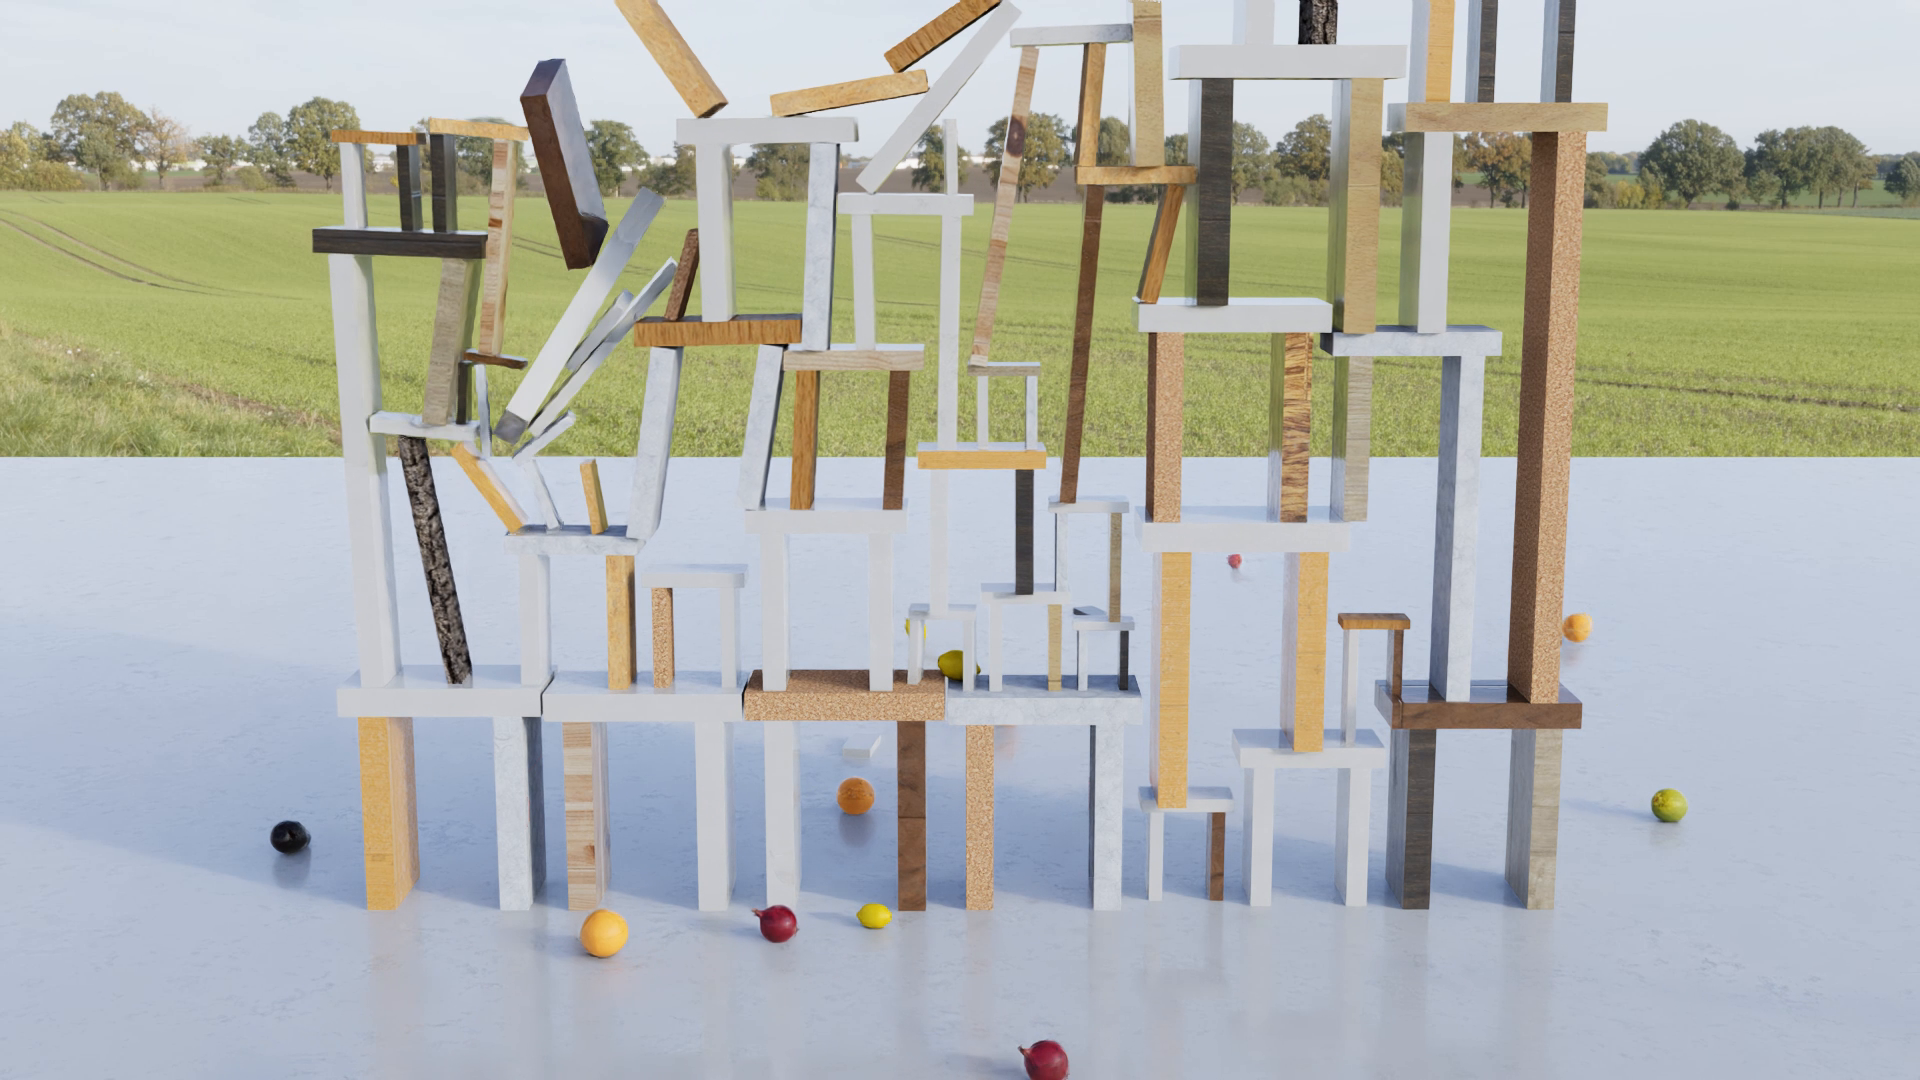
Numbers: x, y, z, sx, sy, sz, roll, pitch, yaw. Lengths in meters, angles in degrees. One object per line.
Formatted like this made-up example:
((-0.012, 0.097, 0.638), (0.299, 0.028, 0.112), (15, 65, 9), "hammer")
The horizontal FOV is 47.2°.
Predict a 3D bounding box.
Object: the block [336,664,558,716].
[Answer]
((-0.836, 0.246, 3.608), (0.326, 0.046, 0.163), (0, 11, 0), "block")

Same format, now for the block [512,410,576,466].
((-0.670, -0.165, 3.540), (0.114, 0.016, 0.057), (-37, 15, 4), "block")

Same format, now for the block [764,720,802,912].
((-0.292, 0.433, 3.636), (0.045, 0.320, 0.160), (0, 11, 0), "block")

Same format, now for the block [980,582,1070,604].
((0.106, 0.087, 3.579), (0.144, 0.020, 0.072), (0, 11, 0), "block")

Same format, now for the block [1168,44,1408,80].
((0.505, -0.743, 3.424), (0.346, 0.049, 0.173), (0, 11, 0), "block")

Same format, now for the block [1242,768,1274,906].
((0.494, 0.475, 3.647), (0.033, 0.235, 0.117), (0, 11, 0), "block")

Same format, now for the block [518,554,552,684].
((-0.692, 0.119, 3.585), (0.030, 0.212, 0.106), (1, 11, 0), "block")

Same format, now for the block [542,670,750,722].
((-0.510, 0.255, 3.604), (0.319, 0.045, 0.159), (0, 11, 0), "block")

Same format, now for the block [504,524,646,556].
((-0.622, -0.001, 3.564), (0.212, 0.030, 0.106), (0, 10, 0), "block")

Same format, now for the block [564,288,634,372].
((-0.578, -0.336, 3.526), (0.020, 0.142, 0.071), (38, 25, -14), "block")

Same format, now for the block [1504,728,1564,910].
((0.949, 0.440, 3.641), (0.043, 0.305, 0.153), (0, 11, 0), "block")

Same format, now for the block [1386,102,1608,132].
((0.835, -0.660, 3.433), (0.308, 0.044, 0.154), (0, 11, 0), "block")

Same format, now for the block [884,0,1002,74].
((-0.008, -0.805, 3.406), (0.242, 0.034, 0.121), (-33, 9, 6), "block")

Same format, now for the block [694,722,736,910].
((-0.403, 0.434, 3.637), (0.045, 0.319, 0.159), (0, 11, 0), "block")

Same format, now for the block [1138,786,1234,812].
((0.374, 0.429, 3.643), (0.152, 0.022, 0.076), (0, 11, 0), "block")

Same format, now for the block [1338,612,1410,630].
((0.675, 0.132, 3.587), (0.109, 0.015, 0.054), (0, 11, 0), "block")

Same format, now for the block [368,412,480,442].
((-0.853, -0.182, 3.514), (0.164, 0.023, 0.082), (5, 10, -5), "block")

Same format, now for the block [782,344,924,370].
((-0.167, -0.292, 3.506), (0.221, 0.031, 0.110), (0, 11, 0), "block")

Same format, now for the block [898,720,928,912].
((-0.078, 0.433, 3.636), (0.045, 0.320, 0.160), (0, 11, 0), "block")

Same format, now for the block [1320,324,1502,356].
((0.715, -0.318, 3.500), (0.263, 0.037, 0.131), (0, 11, 0), "block")

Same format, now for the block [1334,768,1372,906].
((0.650, 0.475, 3.647), (0.033, 0.235, 0.117), (0, 11, 0), "block")

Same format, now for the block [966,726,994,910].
((0.032, 0.437, 3.639), (0.044, 0.312, 0.156), (0, 11, 0), "block")

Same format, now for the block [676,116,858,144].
((-0.298, -0.641, 3.441), (0.273, 0.039, 0.136), (-1, 11, 0), "block")

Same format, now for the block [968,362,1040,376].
((0.070, -0.273, 3.507), (0.116, 0.016, 0.058), (0, 11, 1), "block")

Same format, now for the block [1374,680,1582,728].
((0.847, 0.269, 3.609), (0.305, 0.043, 0.153), (0, 11, 0), "block")

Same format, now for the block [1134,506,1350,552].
((0.452, -0.019, 3.557), (0.328, 0.046, 0.164), (0, 11, 0), "block")

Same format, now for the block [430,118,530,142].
((-0.754, -0.644, 3.451), (0.150, 0.021, 0.075), (3, 10, -14), "block")

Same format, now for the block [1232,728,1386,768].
((0.572, 0.343, 3.623), (0.235, 0.033, 0.117), (0, 11, 0), "block")

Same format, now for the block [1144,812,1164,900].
((0.323, 0.514, 3.659), (0.022, 0.152, 0.076), (0, 11, 0), "block")

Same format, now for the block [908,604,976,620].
((-0.028, 0.117, 3.578), (0.108, 0.015, 0.054), (1, 11, 3), "block")

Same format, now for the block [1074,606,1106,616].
((0.348, 0.194, 5.756), (0.059, 0.017, 0.117), (-4, 11, -22), "block")

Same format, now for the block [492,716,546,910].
((-0.728, 0.429, 3.642), (0.046, 0.326, 0.163), (0, 11, 0), "block")

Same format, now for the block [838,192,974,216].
((-0.084, -0.529, 3.461), (0.211, 0.030, 0.105), (1, 11, 0), "block")

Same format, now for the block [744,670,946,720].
((-0.185, 0.253, 3.603), (0.320, 0.045, 0.160), (0, 11, 0), "block")

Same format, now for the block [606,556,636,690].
((-0.552, 0.123, 3.586), (0.030, 0.221, 0.106), (0, 10, 0), "block")

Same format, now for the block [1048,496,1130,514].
((0.206, -0.058, 3.551), (0.129, 0.018, 0.064), (0, 11, 0), "block")

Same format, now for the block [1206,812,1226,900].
((0.425, 0.515, 3.659), (0.022, 0.152, 0.076), (0, 11, 0), "block")

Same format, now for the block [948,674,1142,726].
((0.136, 0.261, 3.607), (0.312, 0.044, 0.156), (0, 11, 0), "block")

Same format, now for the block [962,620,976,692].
((0.016, 0.183, 3.584), (0.015, 0.117, 0.054), (1, 11, 8), "block")

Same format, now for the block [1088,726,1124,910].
((0.240, 0.437, 3.639), (0.044, 0.312, 0.156), (0, 11, 0), "block")

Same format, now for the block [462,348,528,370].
((-0.740, -0.288, 3.502), (0.097, 0.014, 0.049), (10, 10, -3), "block")

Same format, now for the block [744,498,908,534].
((-0.213, -0.040, 3.548), (0.257, 0.036, 0.129), (0, 11, 0), "block")

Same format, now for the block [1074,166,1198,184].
((0.274, -0.573, 3.445), (0.185, 0.026, 0.092), (0, 11, 0), "block")

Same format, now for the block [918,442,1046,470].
((0.034, -0.135, 3.528), (0.203, 0.029, 0.102), (0, 11, -1), "block")

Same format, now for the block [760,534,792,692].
((-0.299, 0.105, 3.575), (0.036, 0.257, 0.129), (0, 11, 0), "block")

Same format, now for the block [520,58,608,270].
((-0.634, -0.604, 3.537), (0.042, 0.299, 0.149), (-6, 33, 7), "block")

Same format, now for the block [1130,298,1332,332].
((0.428, -0.358, 3.495), (0.301, 0.043, 0.150), (0, 11, 0), "block")

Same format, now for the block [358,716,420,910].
((-0.944, 0.429, 3.642), (0.046, 0.326, 0.163), (0, 11, 0), "block")

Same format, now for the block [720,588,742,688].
((-0.374, 0.150, 3.590), (0.023, 0.166, 0.083), (0, 11, 0), "block")

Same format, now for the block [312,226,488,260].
((-0.872, -0.470, 3.468), (0.261, 0.037, 0.131), (2, 11, -1), "block")

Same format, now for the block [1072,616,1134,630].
((0.233, 0.135, 3.581), (0.100, 0.014, 0.050), (0, 11, 0), "block")

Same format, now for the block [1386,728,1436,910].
((0.745, 0.440, 3.641), (0.043, 0.305, 0.153), (0, 11, 0), "block")

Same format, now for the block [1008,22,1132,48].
((0.170, -0.783, 3.413), (0.186, 0.026, 0.093), (-2, 11, 1), "block")

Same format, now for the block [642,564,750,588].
((-0.429, 0.058, 3.573), (0.166, 0.023, 0.083), (0, 11, 0), "block")

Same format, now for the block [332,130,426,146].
((-0.909, -0.630, 3.442), (0.131, 0.019, 0.066), (2, 10, 0), "block")

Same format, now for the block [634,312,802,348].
((-0.379, -0.335, 3.499), (0.261, 0.037, 0.131), (-1, 11, 0), "block")

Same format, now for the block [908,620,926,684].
((-0.071, 0.177, 3.592), (0.015, 0.108, 0.054), (4, 11, 10), "block")

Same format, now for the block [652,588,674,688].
((-0.484, 0.150, 3.590), (0.023, 0.166, 0.083), (0, 11, 0), "block")

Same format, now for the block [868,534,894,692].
((-0.127, 0.105, 3.575), (0.036, 0.257, 0.129), (0, 11, 0), "block")

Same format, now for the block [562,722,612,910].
((-0.616, 0.434, 3.637), (0.045, 0.319, 0.159), (0, 11, 0), "block")
